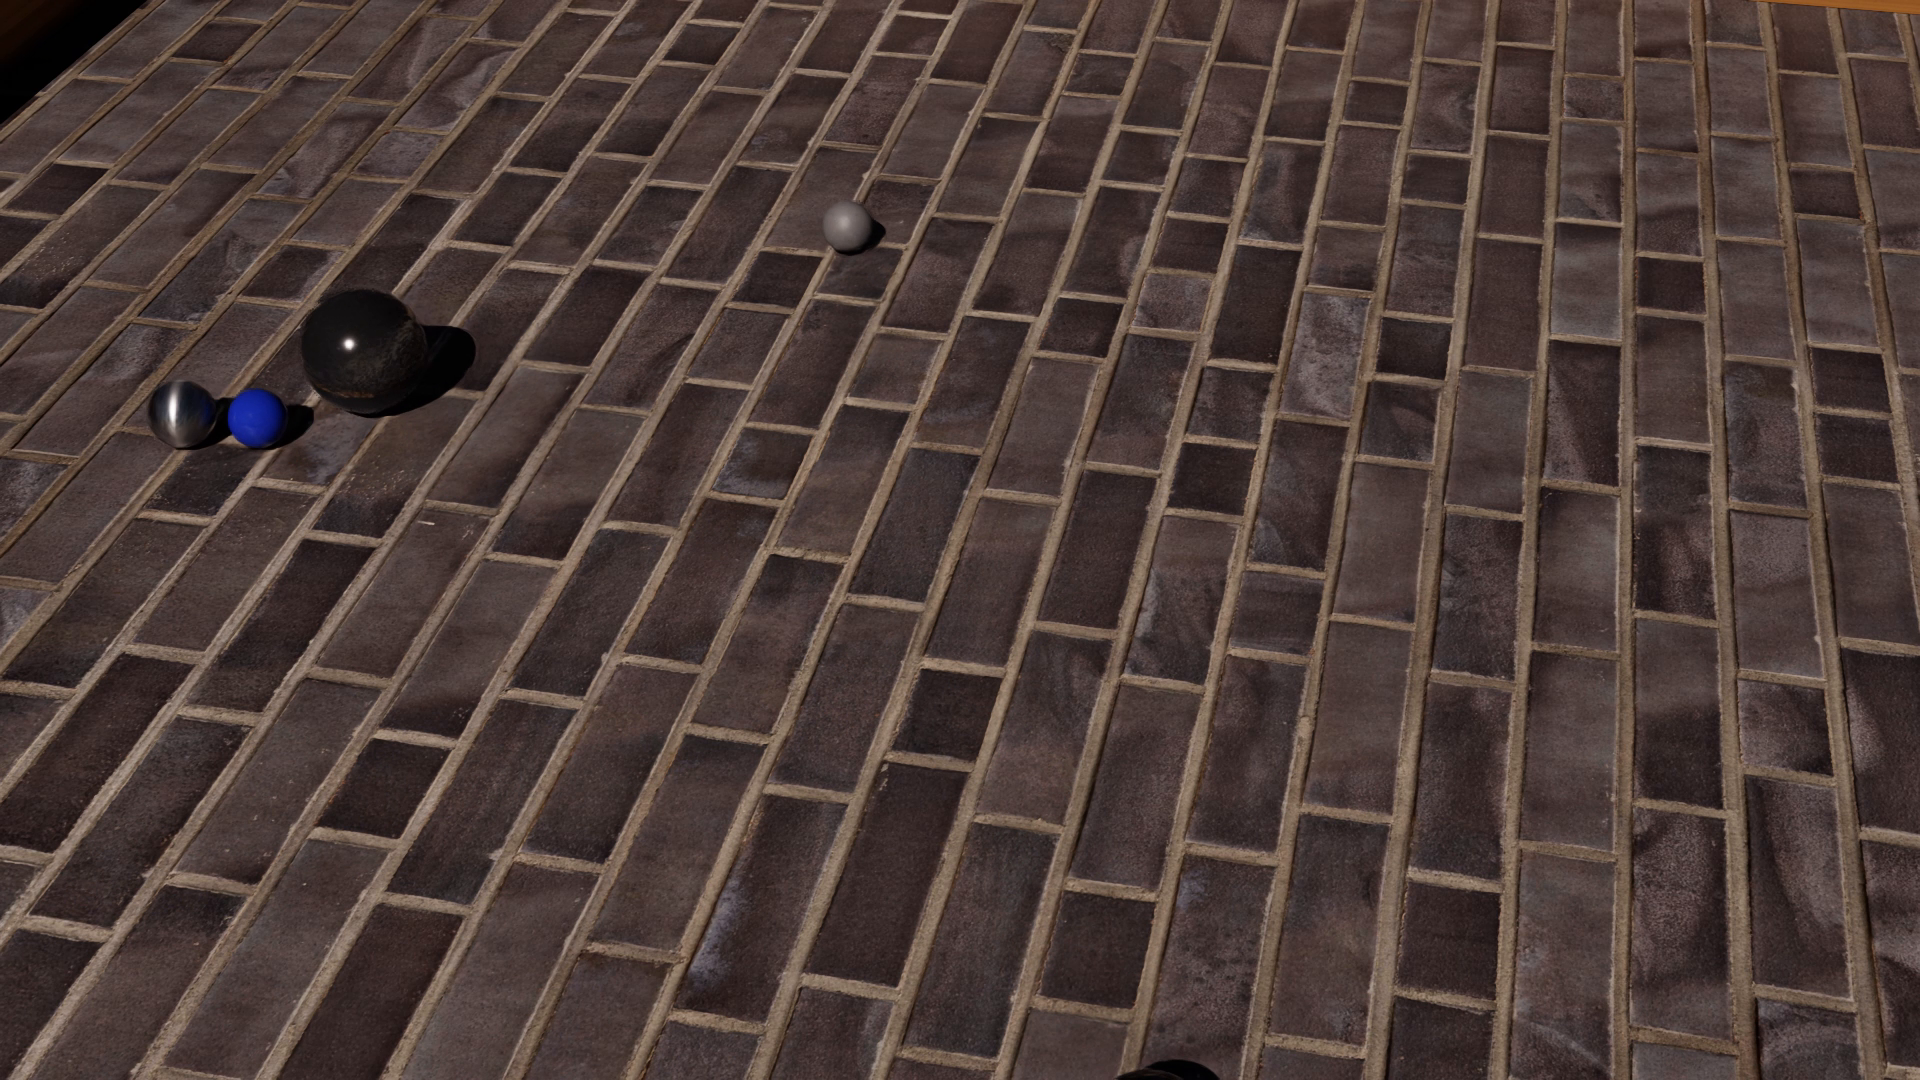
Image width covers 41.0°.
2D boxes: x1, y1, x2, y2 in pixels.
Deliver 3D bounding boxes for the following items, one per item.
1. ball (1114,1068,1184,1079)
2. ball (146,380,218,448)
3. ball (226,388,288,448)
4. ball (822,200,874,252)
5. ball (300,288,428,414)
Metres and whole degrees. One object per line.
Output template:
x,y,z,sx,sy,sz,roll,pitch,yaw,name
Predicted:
0.099,0.311,1.334,0.070,0.070,0.070,0,35,0,ball
-0.585,-0.095,1.929,0.051,0.051,0.051,0,35,0,ball
-0.528,-0.091,1.930,0.045,0.045,0.045,0,35,0,ball
-0.096,-0.266,2.179,0.044,0.044,0.044,0,35,0,ball
-0.455,-0.145,1.961,0.096,0.096,0.096,0,35,0,ball
